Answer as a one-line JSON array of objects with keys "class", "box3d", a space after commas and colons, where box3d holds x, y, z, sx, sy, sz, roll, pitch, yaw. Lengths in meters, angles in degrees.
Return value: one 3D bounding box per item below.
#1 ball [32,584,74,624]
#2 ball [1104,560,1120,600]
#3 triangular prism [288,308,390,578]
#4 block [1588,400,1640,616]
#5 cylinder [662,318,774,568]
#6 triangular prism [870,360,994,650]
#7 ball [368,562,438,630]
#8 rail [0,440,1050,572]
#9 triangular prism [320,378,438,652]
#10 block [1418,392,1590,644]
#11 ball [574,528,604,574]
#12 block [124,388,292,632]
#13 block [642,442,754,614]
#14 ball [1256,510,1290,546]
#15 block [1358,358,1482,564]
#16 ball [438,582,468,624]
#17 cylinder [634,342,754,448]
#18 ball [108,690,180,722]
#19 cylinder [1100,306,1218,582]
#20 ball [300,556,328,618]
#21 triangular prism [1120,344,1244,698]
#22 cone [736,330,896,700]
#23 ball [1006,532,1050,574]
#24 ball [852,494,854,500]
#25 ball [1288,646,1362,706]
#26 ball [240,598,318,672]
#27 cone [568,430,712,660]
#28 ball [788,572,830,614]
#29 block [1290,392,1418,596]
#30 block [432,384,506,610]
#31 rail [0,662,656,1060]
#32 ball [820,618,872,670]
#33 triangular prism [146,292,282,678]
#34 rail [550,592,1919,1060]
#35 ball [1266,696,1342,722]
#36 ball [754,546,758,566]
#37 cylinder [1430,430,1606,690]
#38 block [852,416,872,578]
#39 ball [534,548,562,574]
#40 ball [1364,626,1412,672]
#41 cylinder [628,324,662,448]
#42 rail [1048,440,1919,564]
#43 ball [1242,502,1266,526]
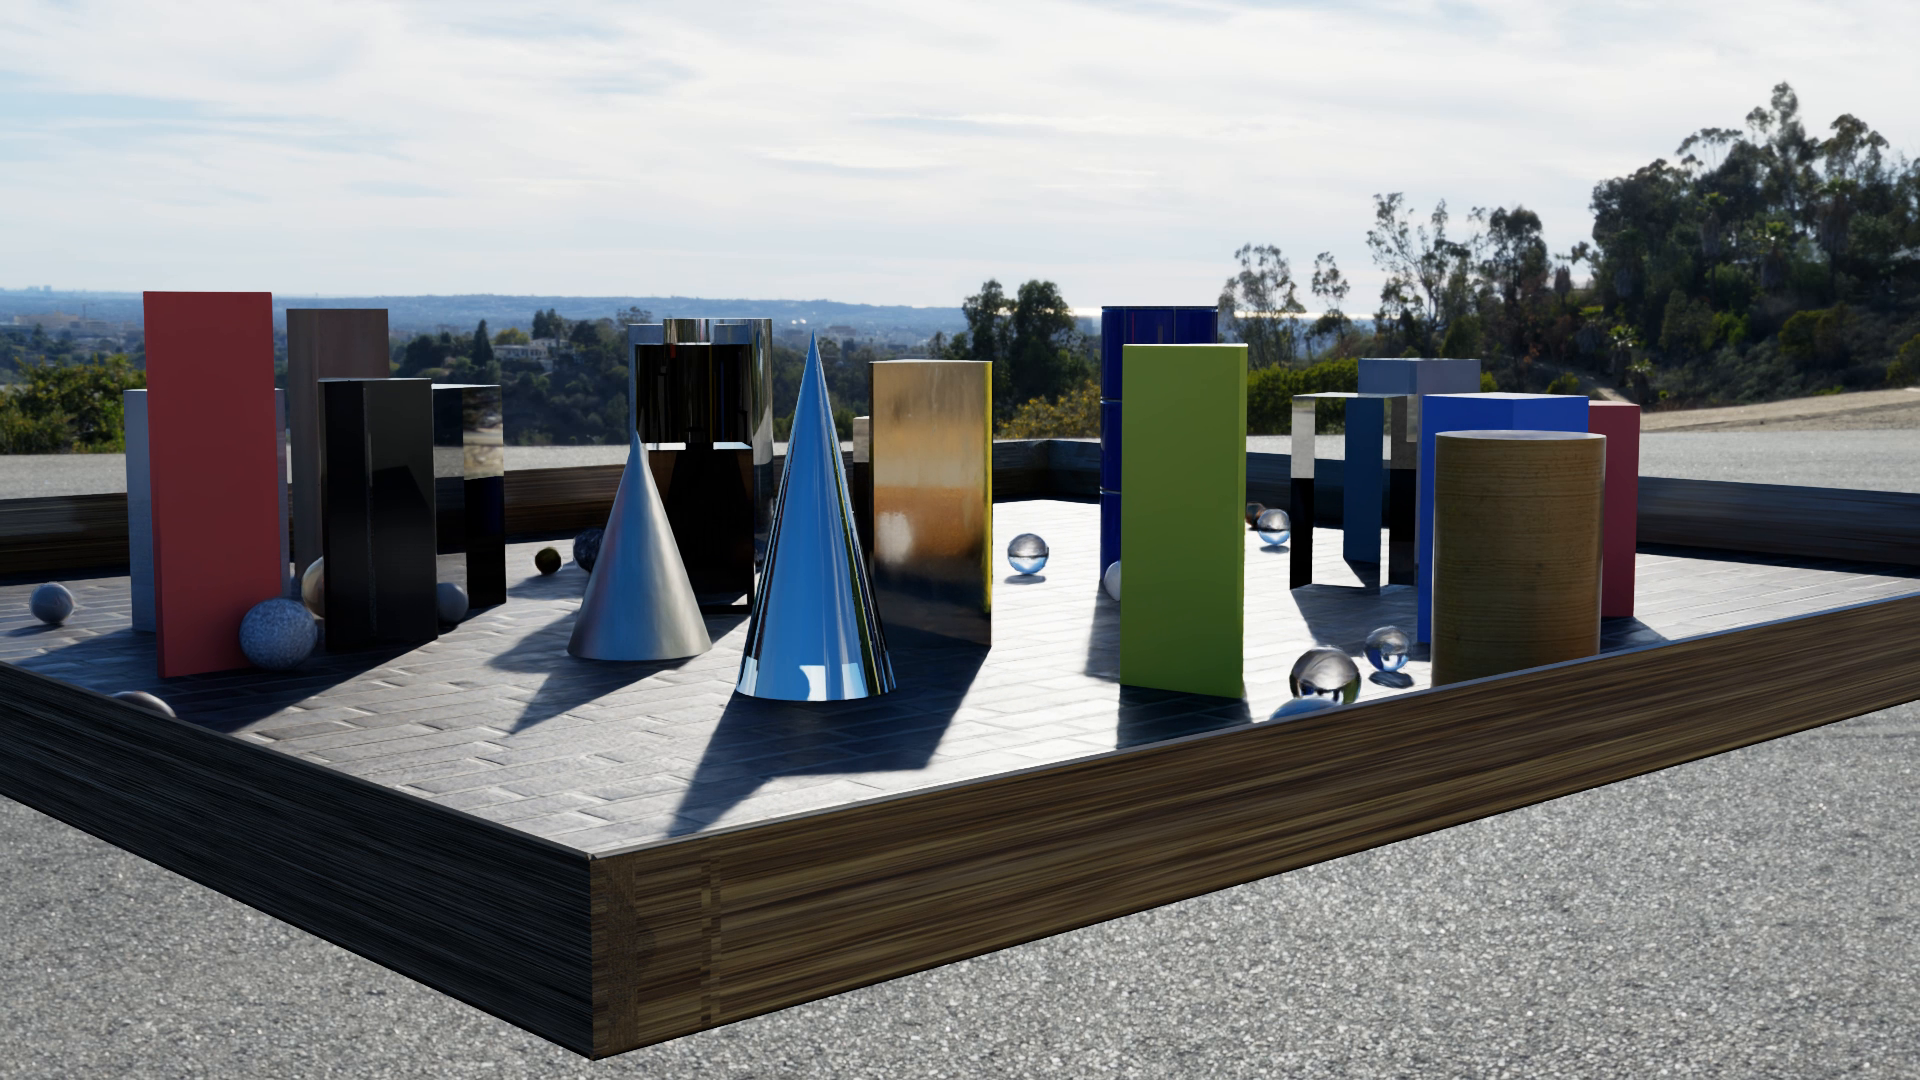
[{"class": "ball", "box3d": [-1.280, 0.091, 3.103, 0.056, 0.056, 0.056, 0, 6, 0]}, {"class": "ball", "box3d": [0.250, 0.062, 3.345, 0.063, 0.063, 0.063, 0, 6, 0]}, {"class": "triangular prism", "box3d": [-1.004, -0.157, 3.612, 0.142, 0.443, 0.164, -4, 7, -31]}, {"class": "block", "box3d": [0.903, -0.049, 3.243, 0.151, 0.305, 0.151, 0, 6, 4]}, {"class": "cylinder", "box3d": [-0.419, -0.172, 3.826, 0.189, 0.426, 0.189, 0, 6, 0]}, {"class": "triangular prism", "box3d": [-0.053, -0.052, 2.937, 0.164, 0.374, 0.142, -1, 6, -14]}, {"class": "ball", "box3d": [-0.769, 0.078, 3.038, 0.095, 0.095, 0.095, 0, 6, 0]}, {"class": "rail", "box3d": [-0.904, -0.071, 4.307, 3.095, 0.123, 0.045, -6, 8, -42]}, {"class": "triangular prism", "box3d": [-0.813, -0.041, 2.946, 0.142, 0.350, 0.164, 6, 8, 45]}, {"class": "block", "box3d": [0.718, -0.026, 2.913, 0.151, 0.329, 0.151, -4, 7, -36]}, {"class": "ball", "box3d": [-0.611, 0.019, 3.693, 0.076, 0.076, 0.076, 0, 6, 0]}, {"class": "block", "box3d": [-1.045, -0.043, 3.059, 0.151, 0.332, 0.151, 4, 7, 35]}, {"class": "block", "box3d": [-0.390, -0.019, 3.260, 0.151, 0.241, 0.151, -1, 6, -12]}, {"class": "ball", "box3d": [0.591, -0.024, 4.129, 0.068, 0.068, 0.068, 0, 6, 0]}, {"class": "block", "box3d": [0.816, -0.146, 3.926, 0.151, 0.353, 0.151, -4, 7, -31]}, {"class": "ball", "box3d": [-0.725, 0.090, 3.100, 0.059, 0.059, 0.059, 0, 6, 0]}, {"class": "cylinder", "box3d": [-0.430, -0.124, 3.566, 0.189, 0.386, 0.189, 0, 6, 0]}, {"class": "ball", "box3d": [-0.774, 0.185, 2.056, 0.088, 0.088, 0.088, 0, 6, 0]}, {"class": "cylinder", "box3d": [0.324, -0.158, 3.594, 0.189, 0.447, 0.189, 0, 6, 0]}, {"class": "ball", "box3d": [-0.896, 0.068, 3.148, 0.092, 0.092, 0.092, 0, 6, 0]}, {"class": "triangular prism", "box3d": [0.298, -0.030, 2.600, 0.164, 0.401, 0.142, 5, 8, 37]}, {"class": "cone", "box3d": [-0.170, -0.036, 2.572, 0.189, 0.420, 0.189, 0, 6, 0]}, {"class": "ball", "box3d": [0.114, 0.022, 3.679, 0.071, 0.071, 0.071, 0, 6, 0]}, {"class": "ball", "box3d": [-0.240, -0.064, 4.477, 0.075, 0.075, 0.075, 0, 6, 0]}, {"class": "ball", "box3d": [0.397, 0.155, 2.393, 0.078, 0.078, 0.078, 0, 6, 0]}, {"class": "ball", "box3d": [-0.836, 0.116, 2.698, 0.091, 0.091, 0.091, 0, 6, 0]}, {"class": "cone", "box3d": [-0.419, 0.000, 2.864, 0.189, 0.287, 0.189, 0, 6, 0]}, {"class": "ball", "box3d": [-0.219, 0.078, 3.198, 0.062, 0.062, 0.062, 0, 6, 0]}, {"class": "block", "box3d": [0.625, -0.076, 3.492, 0.151, 0.307, 0.151, 4, 7, 31]}, {"class": "block", "box3d": [-0.789, -0.065, 3.281, 0.151, 0.328, 0.151, 3, 7, 28]}, {"class": "rail", "box3d": [-1.120, 0.141, 2.305, 0.045, 0.123, 2.714, -6, 8, -42]}, {"class": "ball", "box3d": [-0.141, 0.129, 2.708, 0.064, 0.064, 0.064, 0, 6, 0]}, {"class": "triangular prism", "box3d": [-0.959, -0.076, 2.738, 0.142, 0.464, 0.164, 6, 8, 44]}, {"class": "rail", "box3d": [0.904, 0.135, 2.358, 3.095, 0.123, 0.045, -6, 8, -42]}, {"class": "ball", "box3d": [0.321, 0.188, 2.012, 0.092, 0.092, 0.092, 0, 6, 0]}, {"class": "ball", "box3d": [-0.369, 0.026, 3.706, 0.057, 0.057, 0.057, 0, 6, 0]}, {"class": "cylinder", "box3d": [0.639, 0.029, 2.524, 0.189, 0.300, 0.189, 0, 6, 0]}, {"class": "block", "box3d": [-0.080, -0.074, 3.673, 0.151, 0.264, 0.151, 2, 6, 19]}, {"class": "ball", "box3d": [-0.690, 0.035, 3.683, 0.044, 0.044, 0.044, 0, 6, 0]}, {"class": "ball", "box3d": [0.524, 0.134, 2.694, 0.056, 0.056, 0.056, 0, 6, 0]}, {"class": "cylinder", "box3d": [-0.551, -0.215, 4.301, 0.189, 0.412, 0.189, 0, 6, 0]}, {"class": "rail", "box3d": [1.120, -0.077, 4.360, 0.045, 0.123, 2.714, -6, 8, -42]}, {"class": "ball", "box3d": [0.601, -0.052, 4.481, 0.050, 0.050, 0.050, 0, 6, 0]}]
